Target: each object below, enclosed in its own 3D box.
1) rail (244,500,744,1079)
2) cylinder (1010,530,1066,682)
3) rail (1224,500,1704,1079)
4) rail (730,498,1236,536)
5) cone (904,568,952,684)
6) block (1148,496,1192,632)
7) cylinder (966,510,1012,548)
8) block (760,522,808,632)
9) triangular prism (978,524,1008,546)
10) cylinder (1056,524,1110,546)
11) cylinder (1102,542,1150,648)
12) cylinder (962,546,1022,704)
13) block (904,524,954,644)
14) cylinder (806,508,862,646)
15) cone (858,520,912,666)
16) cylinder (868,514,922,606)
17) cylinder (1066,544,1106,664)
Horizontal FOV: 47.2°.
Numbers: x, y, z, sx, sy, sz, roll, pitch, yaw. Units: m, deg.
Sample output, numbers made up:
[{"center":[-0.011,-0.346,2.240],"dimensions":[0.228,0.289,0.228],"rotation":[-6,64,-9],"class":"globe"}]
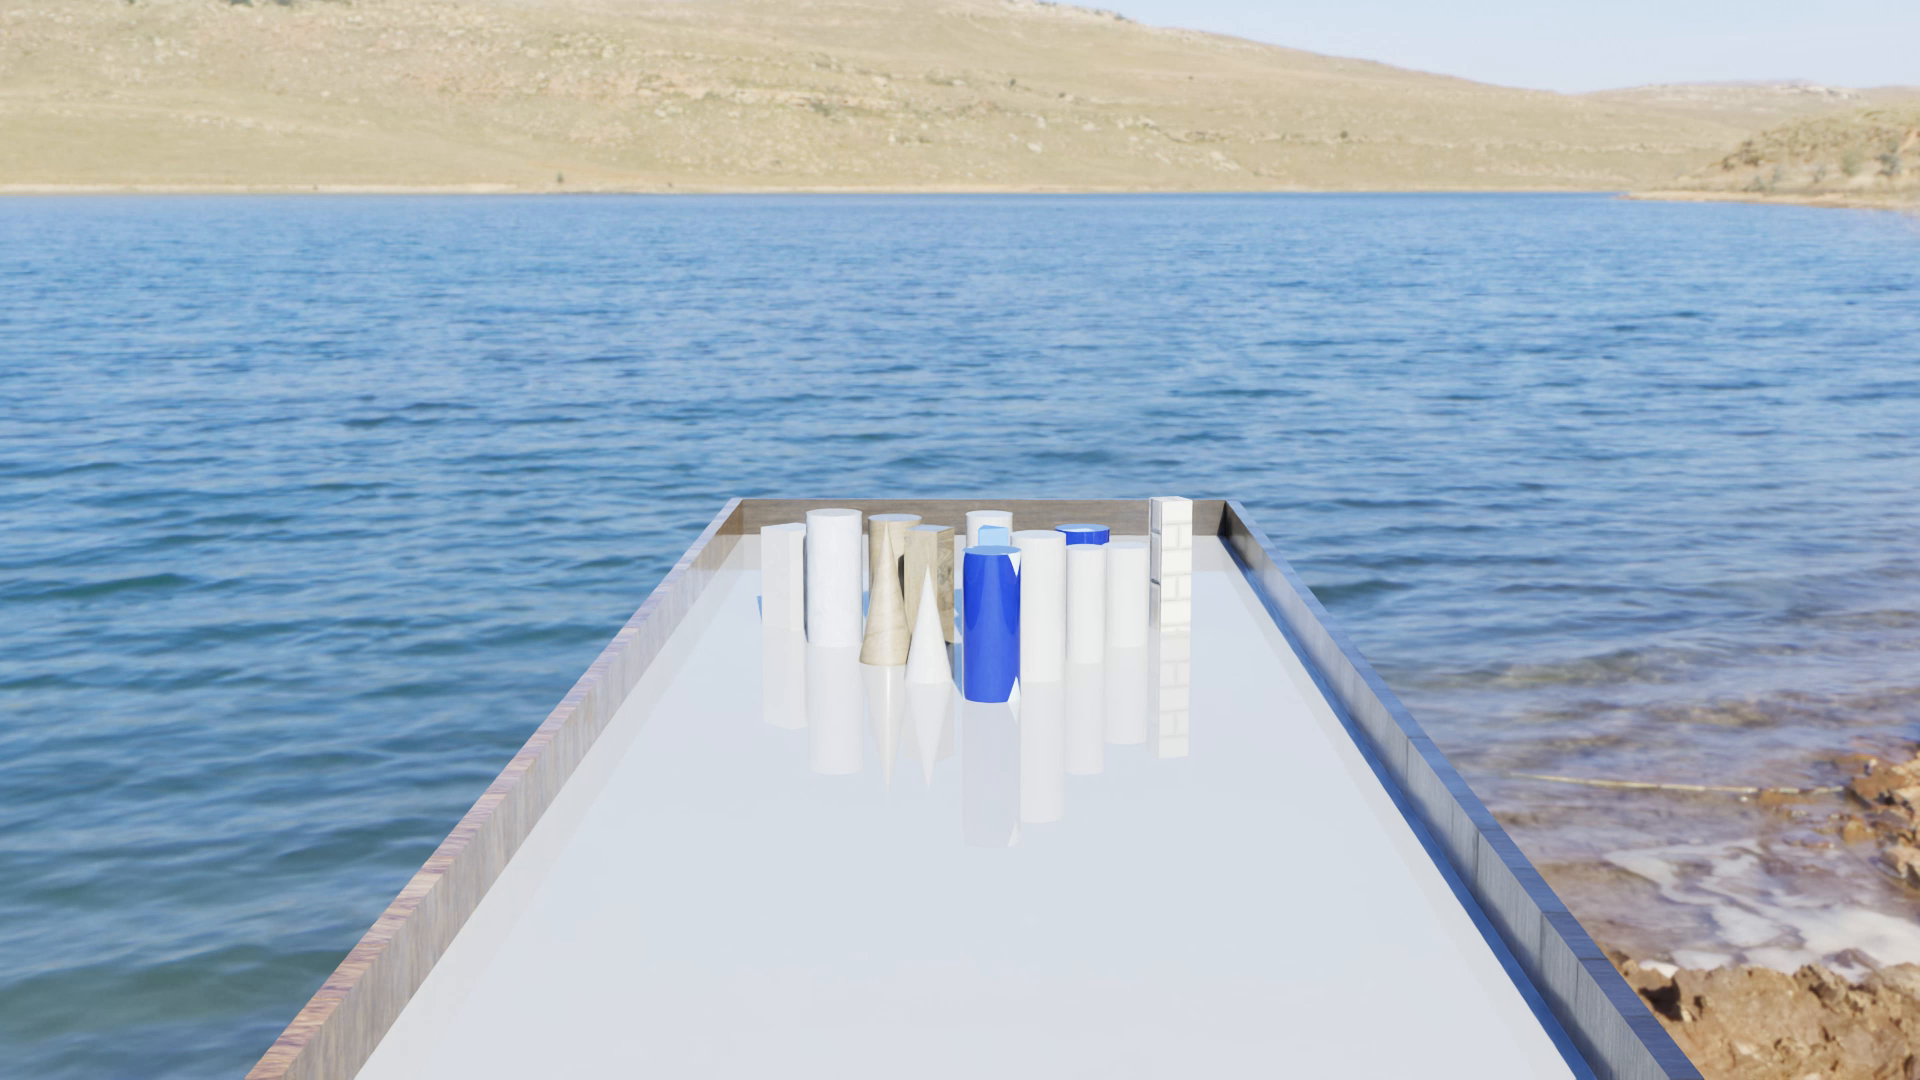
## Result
[{"center":[-1.004,0.839,3.234],"dimensions":[0.050,0.150,12.000],"rotation":[0,9,1],"class":"rail"},{"center":[0.227,0.192,6.445],"dimensions":[0.164,0.423,0.164],"rotation":[0,9,0],"class":"cylinder"},{"center":[1.046,0.843,3.208],"dimensions":[0.050,0.150,12.000],"rotation":[0,9,1],"class":"rail"},{"center":[0.099,-0.098,9.147],"dimensions":[2.100,0.150,0.050],"rotation":[0,9,1],"class":"rail"},{"center":[-0.093,0.237,6.427],"dimensions":[0.144,0.340,0.144],"rotation":[0,9,0],"class":"cone"},{"center":[0.684,0.077,7.167],"dimensions":[0.105,0.425,0.105],"rotation":[-3,10,-19],"class":"block"},{"center":[0.095,0.097,7.219],"dimensions":[0.155,0.369,0.155],"rotation":[0,9,0],"class":"cylinder"},{"center":[-0.546,0.120,7.210],"dimensions":[0.149,0.327,0.149],"rotation":[-8,12,-42],"class":"block"},{"center":[0.087,0.160,6.700],"dimensions":[0.096,0.406,0.083],"rotation":[-3,10,-20],"class":"triangular prism"},{"center":[0.398,0.123,7.183],"dimensions":[0.176,0.329,0.176],"rotation":[0,9,0],"class":"cylinder"},{"center":[0.522,0.171,6.936],"dimensions":[0.150,0.312,0.150],"rotation":[0,9,0],"class":"cylinder"},{"center":[0.089,0.235,6.187],"dimensions":[0.167,0.419,0.167],"rotation":[0,9,0],"class":"cylinder"},{"center":[-0.096,0.144,6.925],"dimensions":[0.116,0.368,0.116],"rotation":[5,10,27],"class":"block"},{"center":[-0.396,0.117,6.951],"dimensions":[0.177,0.413,0.177],"rotation":[0,9,0],"class":"cylinder"},{"center":[-0.222,0.149,6.664],"dimensions":[0.174,0.440,0.174],"rotation":[0,9,0],"class":"cone"},{"center":[-0.212,0.106,7.189],"dimensions":[0.175,0.361,0.175],"rotation":[0,9,0],"class":"cylinder"},{"center":[0.379,0.193,6.685],"dimensions":[0.124,0.346,0.124],"rotation":[0,9,0],"class":"cylinder"}]
